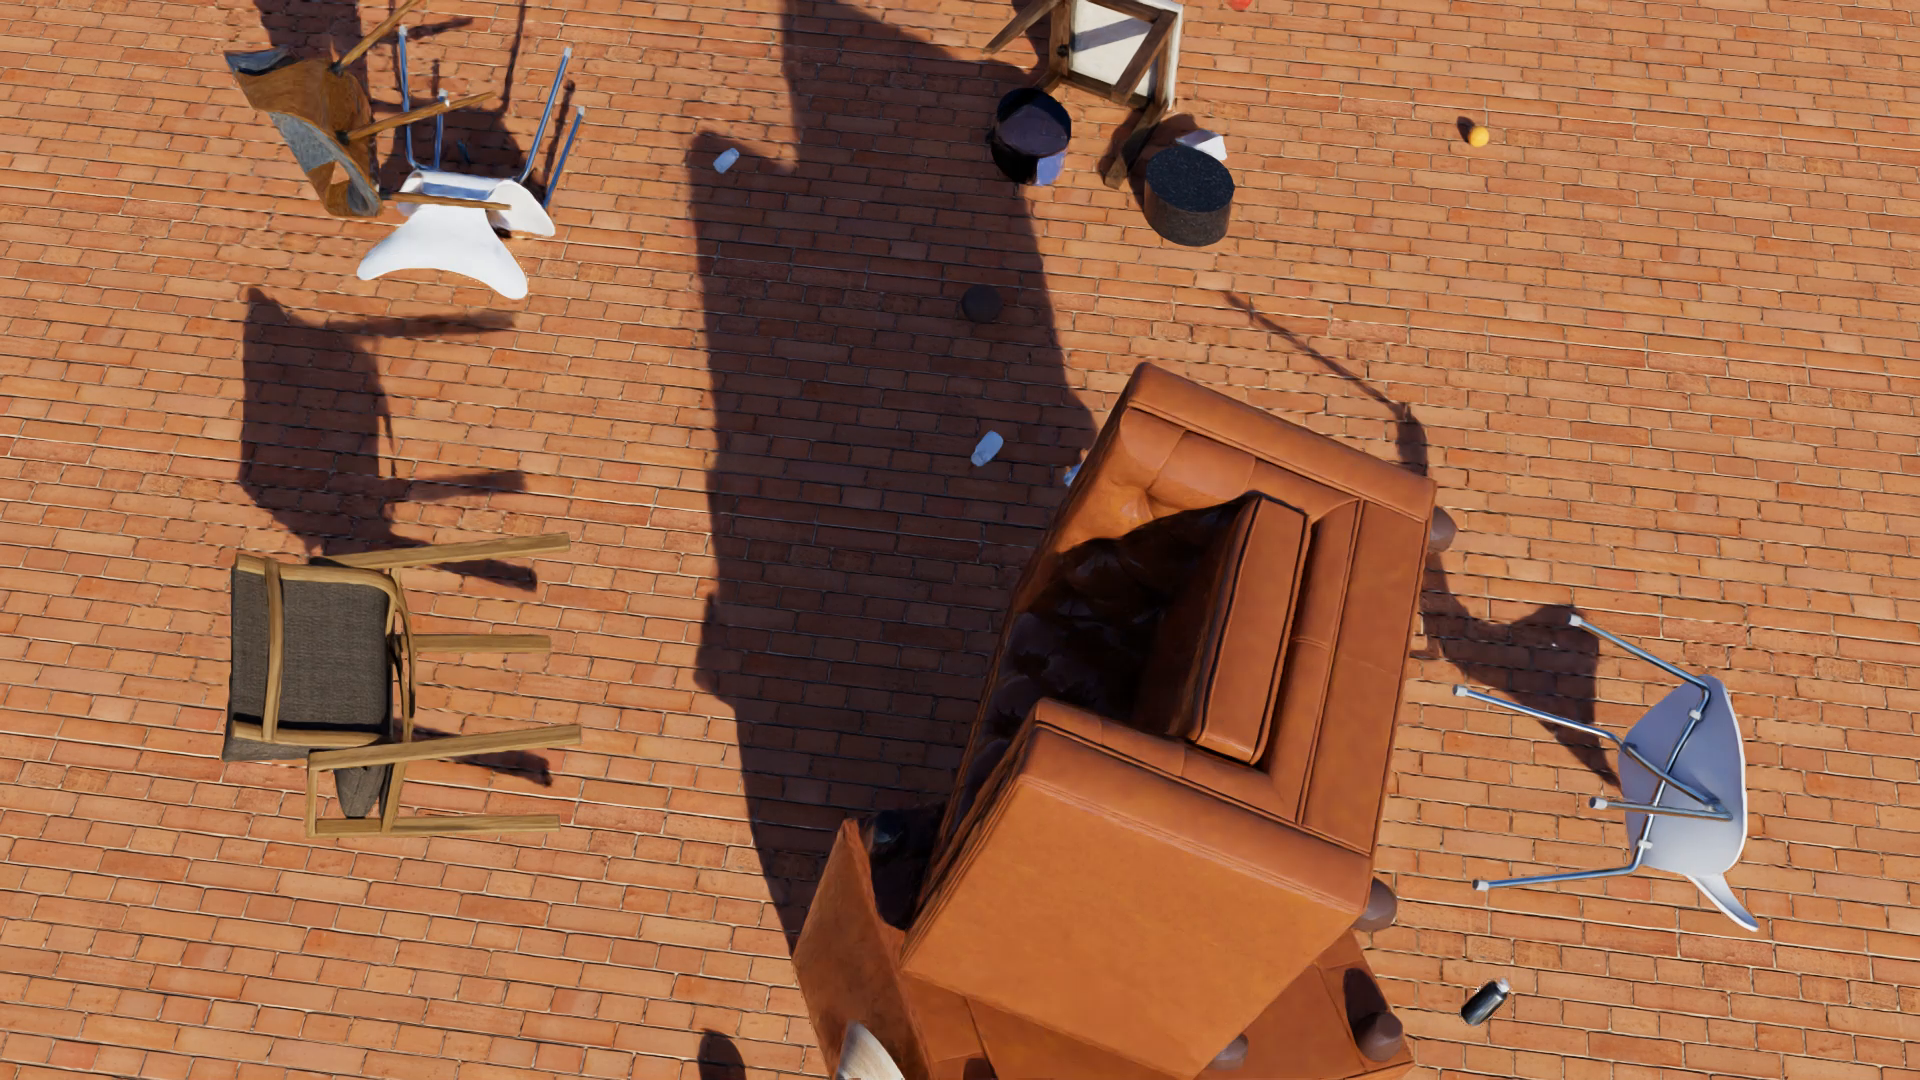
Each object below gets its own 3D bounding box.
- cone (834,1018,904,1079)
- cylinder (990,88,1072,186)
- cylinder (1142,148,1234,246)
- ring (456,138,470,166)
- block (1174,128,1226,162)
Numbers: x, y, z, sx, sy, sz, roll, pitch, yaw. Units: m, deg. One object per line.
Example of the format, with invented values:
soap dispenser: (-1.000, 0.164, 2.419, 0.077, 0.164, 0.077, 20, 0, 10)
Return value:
cone: (-0.226, 1.178, 4.739, 0.144, 0.236, 0.250, -32, 70, -23)
cylinder: (0.238, -1.347, 7.355, 0.244, 0.159, 0.294, -15, 62, -16)
cylinder: (0.749, -1.128, 7.229, 0.257, 0.168, 0.313, -38, 64, -22)
ring: (-1.668, -1.303, 7.388, 0.016, 0.103, 0.078, -28, 44, -14)
block: (0.805, -1.308, 7.360, 0.111, 0.084, 0.135, -24, 27, -14)
